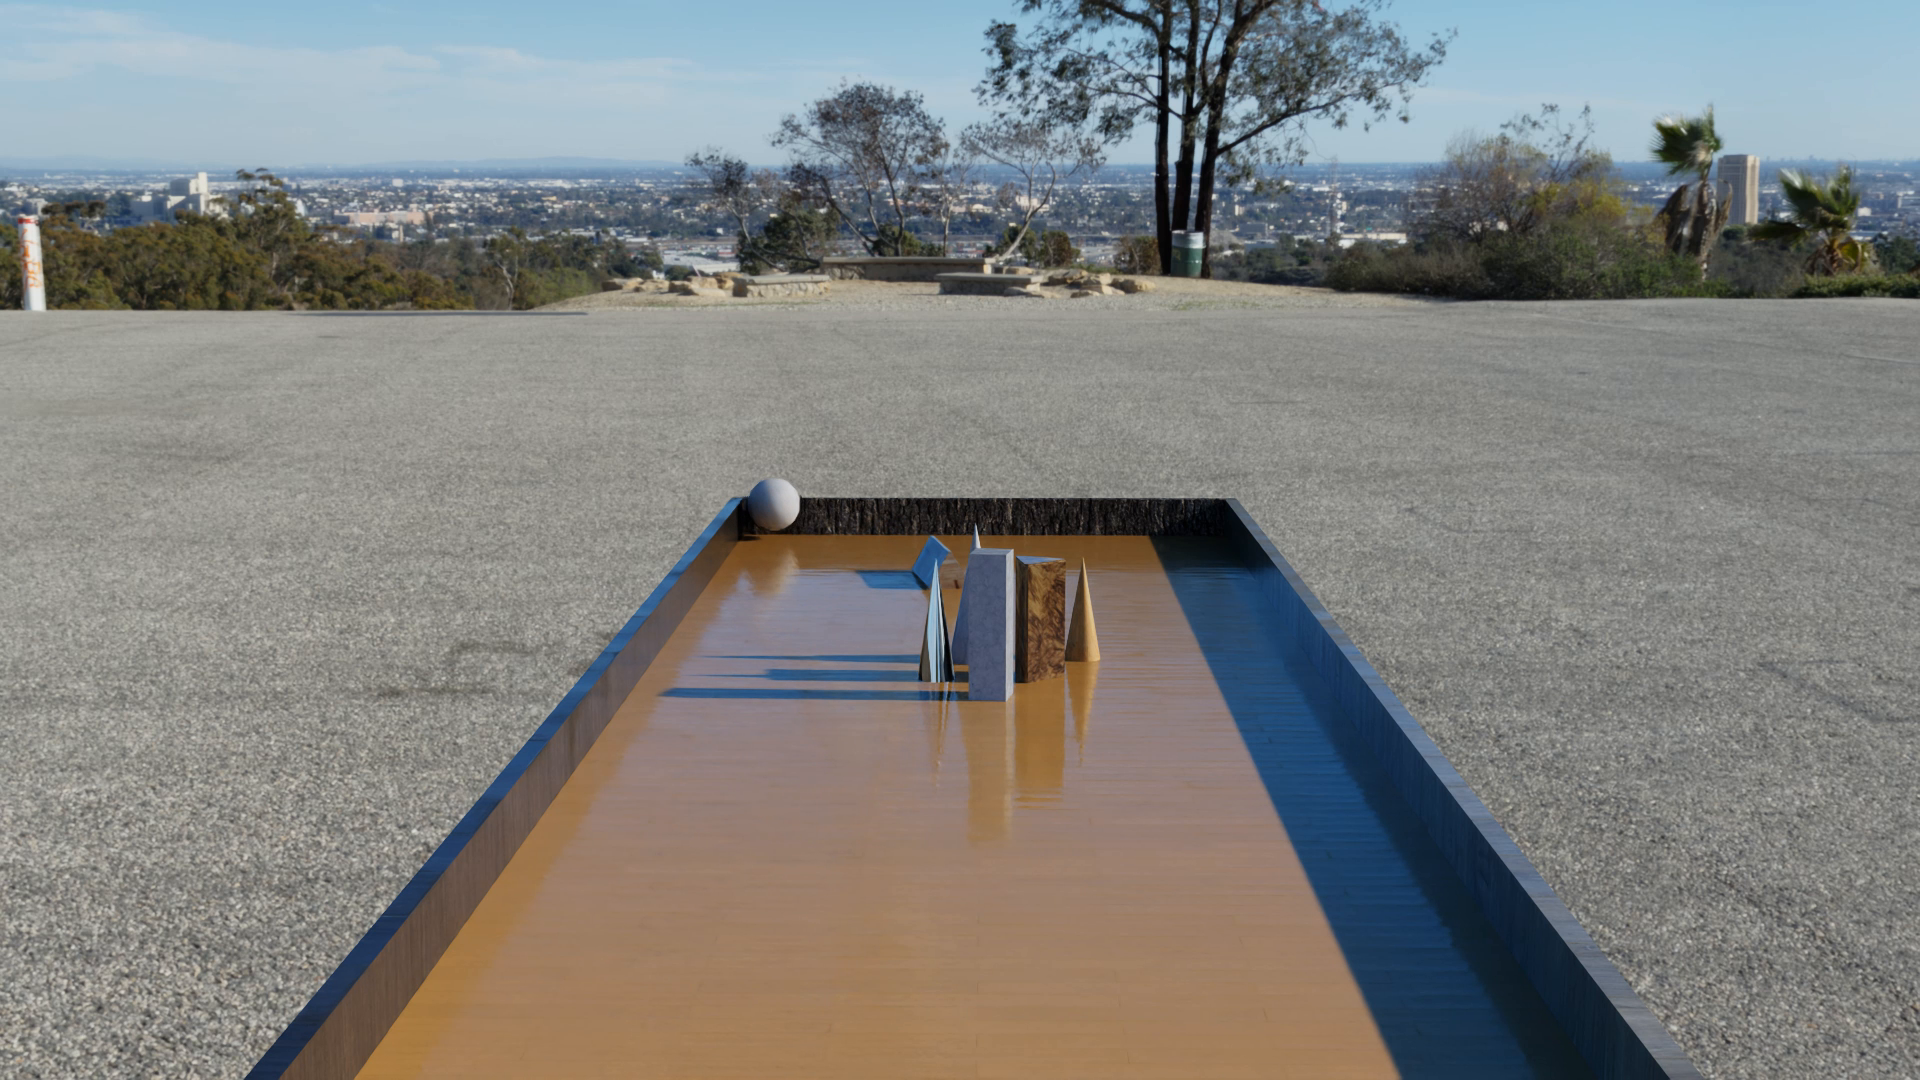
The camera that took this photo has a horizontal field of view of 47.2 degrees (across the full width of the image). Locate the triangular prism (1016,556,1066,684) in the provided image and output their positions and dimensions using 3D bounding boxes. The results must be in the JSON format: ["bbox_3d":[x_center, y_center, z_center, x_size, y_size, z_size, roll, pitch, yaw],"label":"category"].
[{"bbox_3d":[0.208,0.227,6.455,0.152,0.350,0.131,-7,12,-39],"label":"triangular prism"}]

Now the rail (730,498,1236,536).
[{"bbox_3d":[0.099,-0.098,9.147,2.100,0.150,0.050,0,9,1],"label":"rail"}]

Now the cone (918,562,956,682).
[{"bbox_3d":[-0.070,0.227,6.423,0.113,0.361,0.113,0,9,0],"label":"cone"}]

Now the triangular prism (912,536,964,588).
[{"bbox_3d":[-0.071,0.077,8.081,0.153,0.132,0.399,-2,9,-10],"label":"triangular prism"}]

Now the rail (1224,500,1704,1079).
[{"bbox_3d":[1.046,0.843,3.208,0.050,0.150,12.000,0,9,1],"label":"rail"}]

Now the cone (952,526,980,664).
[{"bbox_3d":[0.047,0.155,6.673,0.161,0.425,0.161,0,9,0],"label":"cone"}]

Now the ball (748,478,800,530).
[{"bbox_3d":[-0.763,-0.148,9.016,0.215,0.215,0.215,0,9,0],"label":"ball"}]

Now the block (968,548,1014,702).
[{"bbox_3d":[0.088,0.237,6.185,0.106,0.415,0.106,2,9,12],"label":"block"}]

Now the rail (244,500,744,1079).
[{"bbox_3d":[-1.004,0.839,3.234,0.050,0.150,12.000,0,9,1],"label":"rail"}]

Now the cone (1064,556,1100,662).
[{"bbox_3d":[0.374,0.205,6.705,0.111,0.317,0.111,0,9,0],"label":"cone"}]
